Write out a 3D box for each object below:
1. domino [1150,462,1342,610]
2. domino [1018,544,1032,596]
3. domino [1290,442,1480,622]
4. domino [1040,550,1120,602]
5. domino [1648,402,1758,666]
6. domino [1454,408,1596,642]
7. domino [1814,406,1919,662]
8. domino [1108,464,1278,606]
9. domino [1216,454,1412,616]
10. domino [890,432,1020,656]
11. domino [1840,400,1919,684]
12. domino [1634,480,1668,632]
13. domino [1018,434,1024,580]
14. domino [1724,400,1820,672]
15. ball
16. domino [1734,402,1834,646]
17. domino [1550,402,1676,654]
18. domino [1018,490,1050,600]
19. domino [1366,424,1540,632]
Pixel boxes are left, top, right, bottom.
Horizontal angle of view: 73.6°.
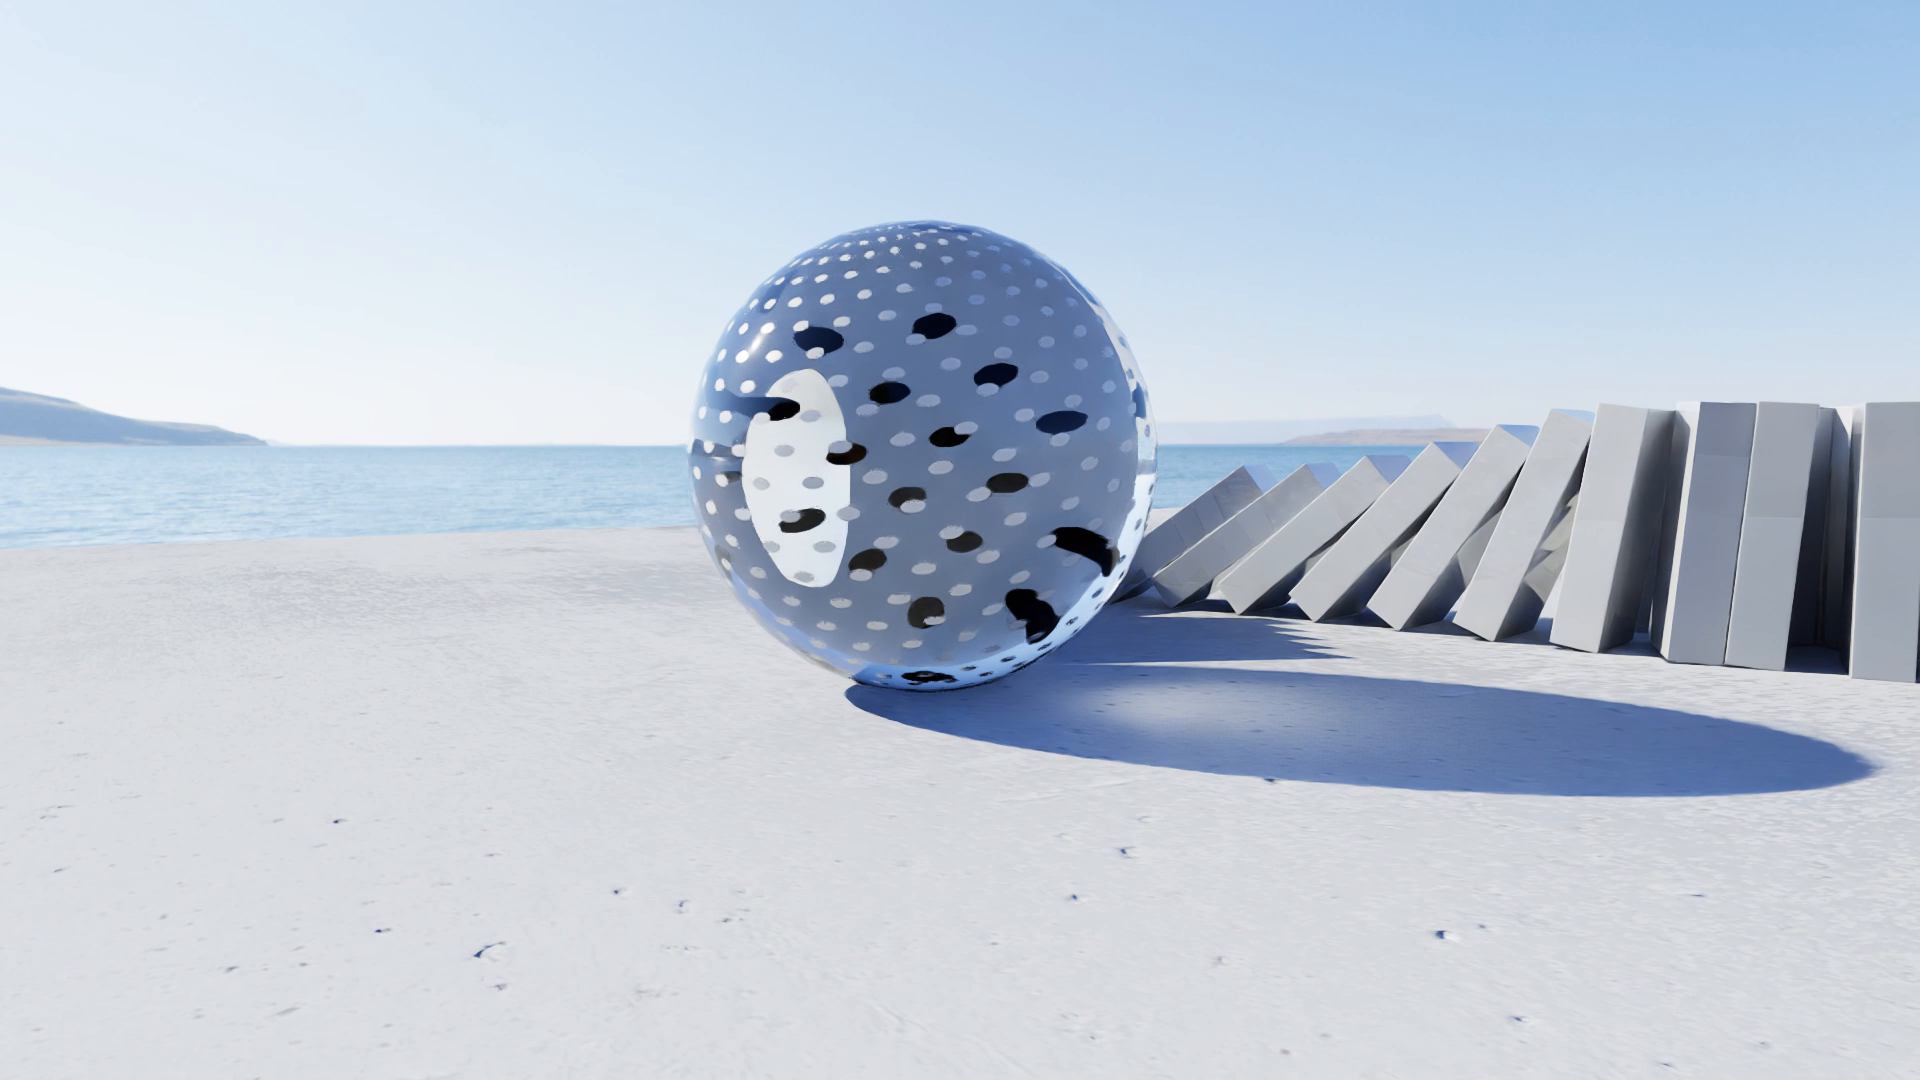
[{"bbox_3d":[0.075,-0.001,0.330,0.050,0.010,0.025,-40,-16,27],"label":"domino"},{"bbox_3d":[0.002,-0.003,0.337,0.025,0.009,0.050,-12,39,0],"label":"domino"},{"bbox_3d":[0.103,-0.002,0.303,0.025,0.050,0.009,-5,49,-47],"label":"domino"},{"bbox_3d":[0.032,0.010,0.374,0.025,0.009,0.050,2,5,27],"label":"domino"},{"bbox_3d":[0.147,-0.002,0.256,0.009,0.050,0.025,6,8,20],"label":"domino"},{"bbox_3d":[0.127,-0.003,0.279,0.009,0.050,0.025,32,24,36],"label":"domino"},{"bbox_3d":[0.185,-0.002,0.262,0.010,0.050,0.025,2,5,9],"label":"domino"},{"bbox_3d":[0.060,-0.002,0.340,0.050,0.009,0.025,-38,-13,23],"label":"domino"},{"bbox_3d":[0.089,-0.001,0.316,0.025,0.009,0.050,-5,-34,-50],"label":"domino"},{"bbox_3d":[0.000,0.000,0.269,0.025,0.050,0.010,0,-34,3],"label":"domino"},{"bbox_3d":[0.172,0.000,0.239,0.009,0.050,0.025,3,5,30],"label":"domino"},{"bbox_3d":[0.166,-0.004,0.290,0.025,0.050,0.009,1,4,12],"label":"domino"},{"bbox_3d":[0.002,-0.004,0.317,0.025,0.050,0.009,0,-34,5],"label":"domino"},{"bbox_3d":[0.158,-0.001,0.250,0.009,0.050,0.025,7,7,30],"label":"domino"},{"bbox_3d":[-0.006,-0.014,0.221,0.080,0.080,0.080,0,4,0],"label":"ball"},{"bbox_3d":[0.168,-0.003,0.271,0.025,0.050,0.009,2,4,-12],"label":"domino"},{"bbox_3d":[0.137,-0.003,0.268,0.010,0.050,0.025,16,14,41],"label":"domino"},{"bbox_3d":[0.011,0.002,0.355,0.025,0.009,0.050,-5,24,7],"label":"domino"},{"bbox_3d":[0.115,-0.003,0.291,0.025,0.050,0.009,-5,40,-48],"label":"domino"}]
